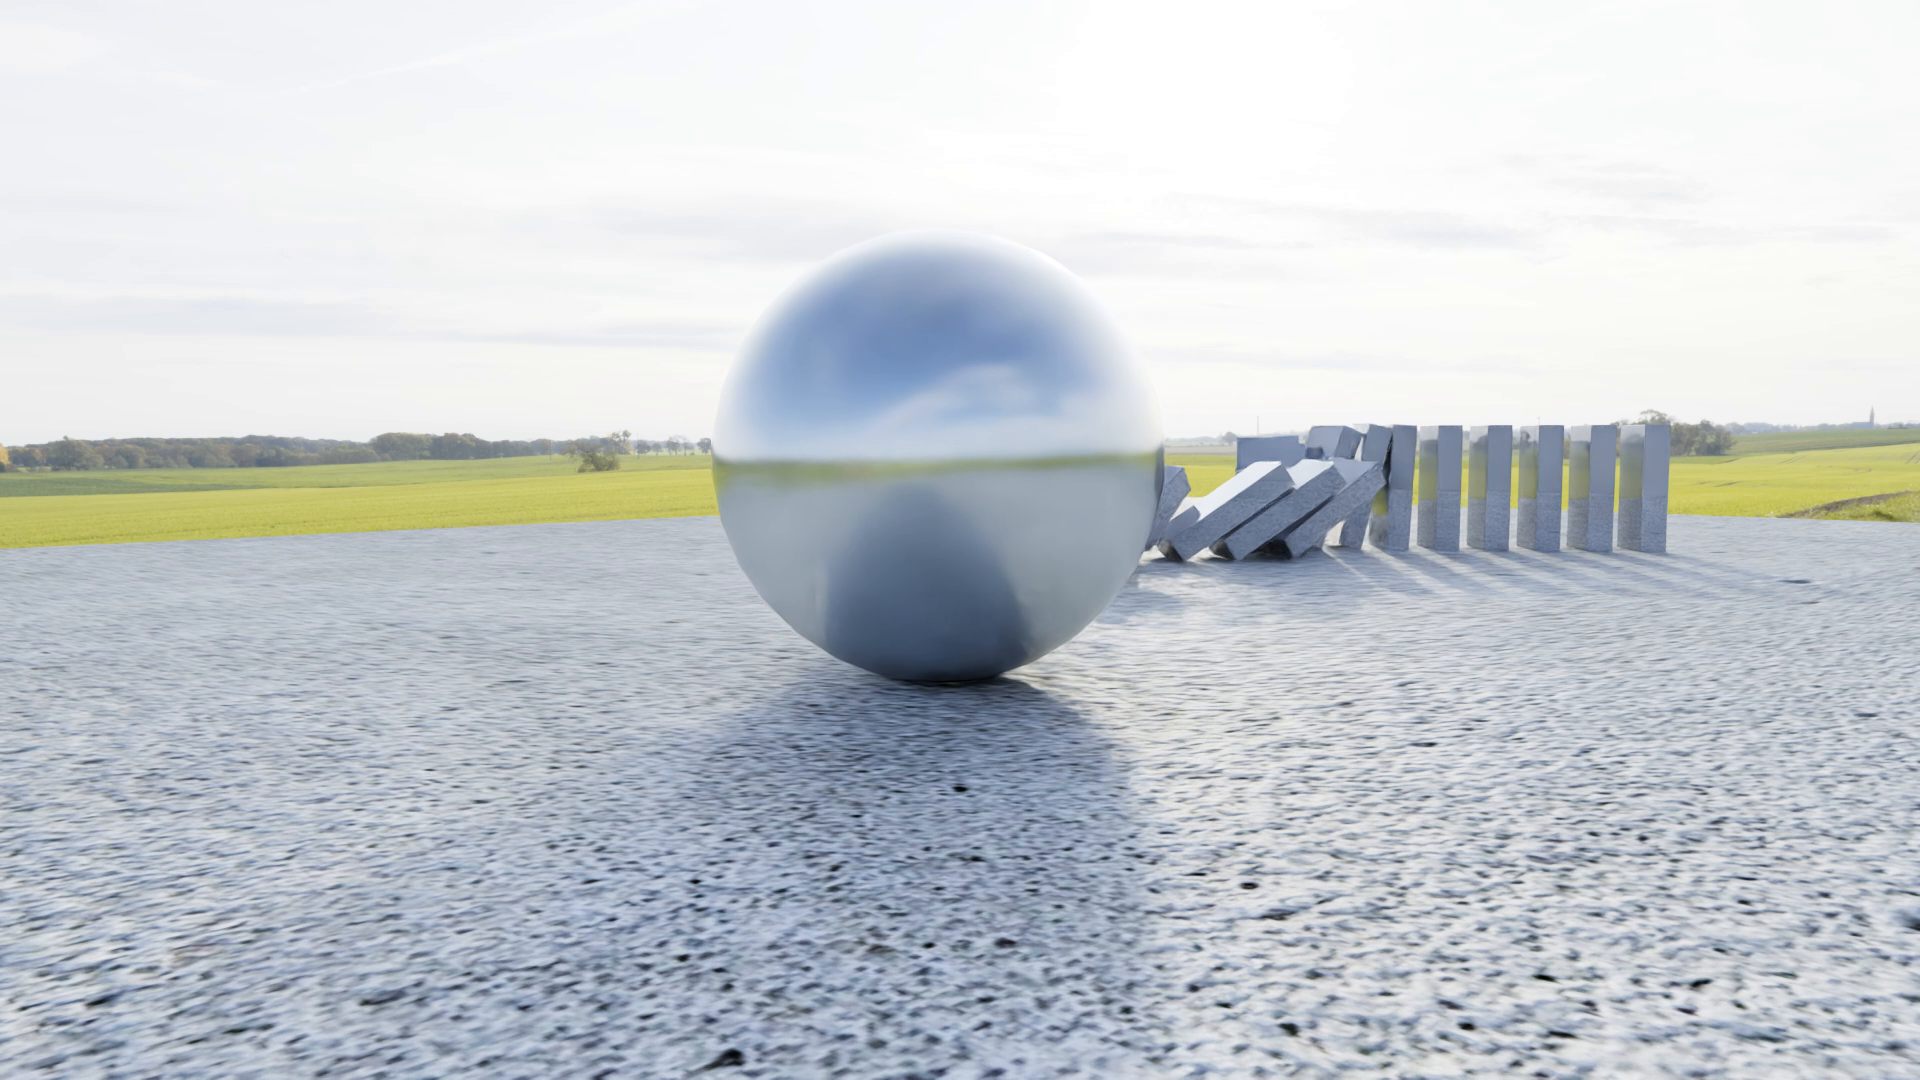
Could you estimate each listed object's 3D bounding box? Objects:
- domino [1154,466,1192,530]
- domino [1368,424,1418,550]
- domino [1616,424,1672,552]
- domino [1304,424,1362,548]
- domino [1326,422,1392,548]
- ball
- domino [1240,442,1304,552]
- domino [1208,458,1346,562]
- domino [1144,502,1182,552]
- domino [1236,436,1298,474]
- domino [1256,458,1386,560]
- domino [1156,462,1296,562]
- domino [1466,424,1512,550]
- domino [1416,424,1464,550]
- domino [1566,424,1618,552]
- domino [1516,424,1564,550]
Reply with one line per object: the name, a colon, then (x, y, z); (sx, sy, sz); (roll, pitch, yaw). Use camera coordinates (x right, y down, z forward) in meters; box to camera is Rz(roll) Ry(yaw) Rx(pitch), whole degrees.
domino: (0.051, -0.007, 0.422); (0.025, 0.010, 0.050); (9, 42, 45)
domino: (0.178, -0.022, 0.527); (0.009, 0.050, 0.025); (3, 4, 2)
domino: (0.275, -0.021, 0.517); (0.009, 0.050, 0.025); (1, 4, 8)
domino: (0.147, -0.022, 0.529); (0.009, 0.050, 0.025); (21, -2, -16)
domino: (0.163, -0.022, 0.528); (0.009, 0.050, 0.025); (14, 5, 1)
ball: (-0.004, -0.015, 0.229); (0.080, 0.080, 0.080); (0, 4, 0)
domino: (0.124, -0.017, 0.513); (0.025, 0.050, 0.010); (1, -39, 15)
domino: (0.115, -0.011, 0.475); (0.050, 0.009, 0.025); (-34, 12, -5)
domino: (0.066, -0.009, 0.487); (0.025, 0.009, 0.050); (-9, 20, 28)
domino: (0.127, -0.020, 0.529); (0.025, 0.050, 0.010); (-1, -35, 16)
domino: (0.134, -0.013, 0.486); (0.050, 0.009, 0.025); (-37, 22, -16)
domino: (0.097, -0.011, 0.474); (0.050, 0.010, 0.025); (-34, 9, -5)
domino: (0.216, -0.022, 0.524); (0.010, 0.050, 0.025); (0, 4, 6)
domino: (0.197, -0.022, 0.526); (0.010, 0.050, 0.025); (0, 4, 3)
domino: (0.256, -0.021, 0.519); (0.010, 0.050, 0.025); (1, 4, 8)
domino: (0.236, -0.022, 0.522); (0.010, 0.050, 0.025); (1, 4, 7)
